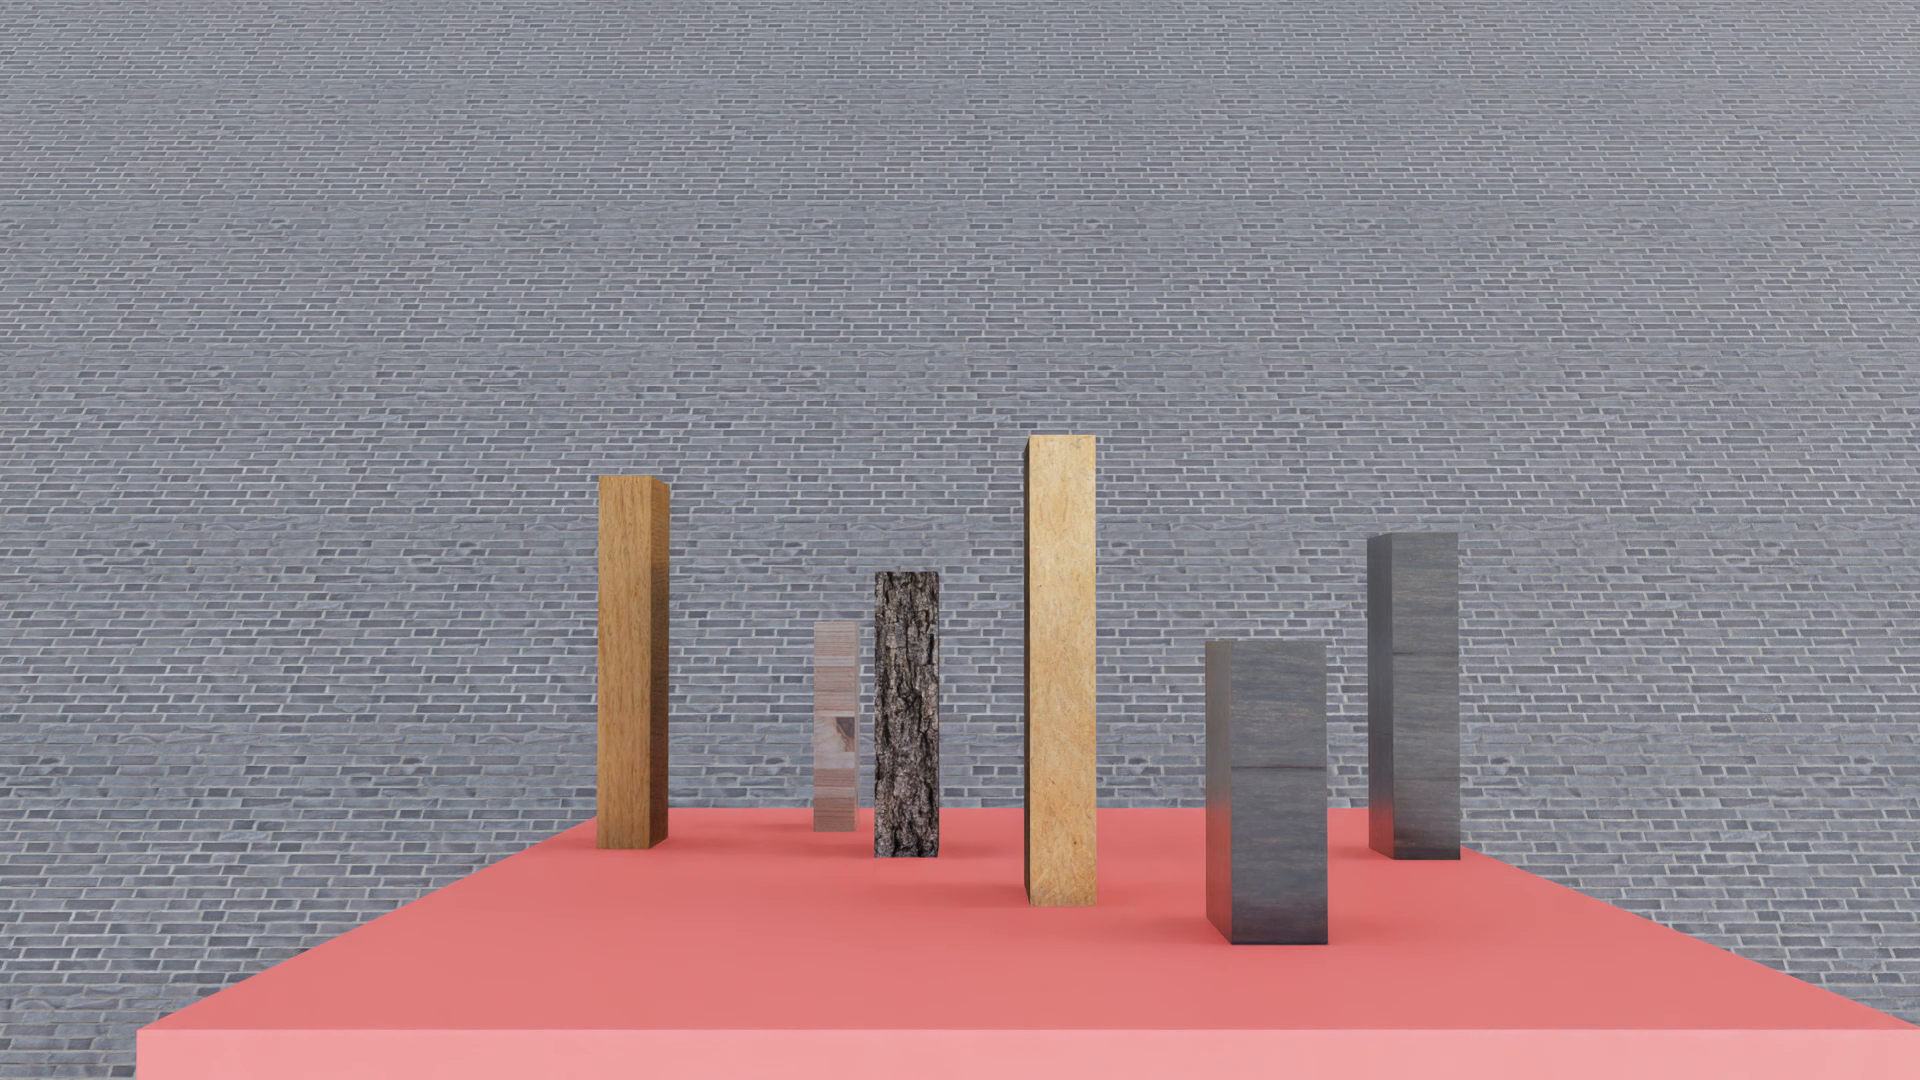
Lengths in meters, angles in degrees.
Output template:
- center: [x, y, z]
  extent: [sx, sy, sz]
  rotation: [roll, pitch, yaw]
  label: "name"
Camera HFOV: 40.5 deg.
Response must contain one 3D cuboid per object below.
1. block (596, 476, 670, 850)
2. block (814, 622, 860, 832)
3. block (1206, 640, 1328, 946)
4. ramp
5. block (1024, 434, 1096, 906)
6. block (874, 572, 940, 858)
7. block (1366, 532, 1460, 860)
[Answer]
- center: [-0.712, 0.266, 5.690]
  extent: [0.111, 0.792, 0.353]
  rotation: [0, -2, 0]
  label: "block"
- center: [-0.291, 0.438, 6.176]
  extent: [0.095, 0.487, 0.303]
  rotation: [0, -2, 0]
  label: "block"
- center: [0.459, 0.371, 3.931]
  extent: [0.138, 0.437, 0.384]
  rotation: [0, -2, 0]
  label: "block"
- center: [0.080, 0.680, 4.902]
  extent: [2.000, 0.100, 4.000]
  rotation: [0, -2, 0]
  label: "ramp"
- center: [0.170, 0.223, 4.506]
  extent: [0.109, 0.780, 0.403]
  rotation: [0, -2, 0]
  label: "block"
- center: [-0.110, 0.362, 5.481]
  extent: [0.129, 0.581, 0.370]
  rotation: [0, -2, 0]
  label: "block"
- center: [0.939, 0.320, 5.397]
  extent: [0.134, 0.659, 0.321]
  rotation: [0, -2, 0]
  label: "block"
